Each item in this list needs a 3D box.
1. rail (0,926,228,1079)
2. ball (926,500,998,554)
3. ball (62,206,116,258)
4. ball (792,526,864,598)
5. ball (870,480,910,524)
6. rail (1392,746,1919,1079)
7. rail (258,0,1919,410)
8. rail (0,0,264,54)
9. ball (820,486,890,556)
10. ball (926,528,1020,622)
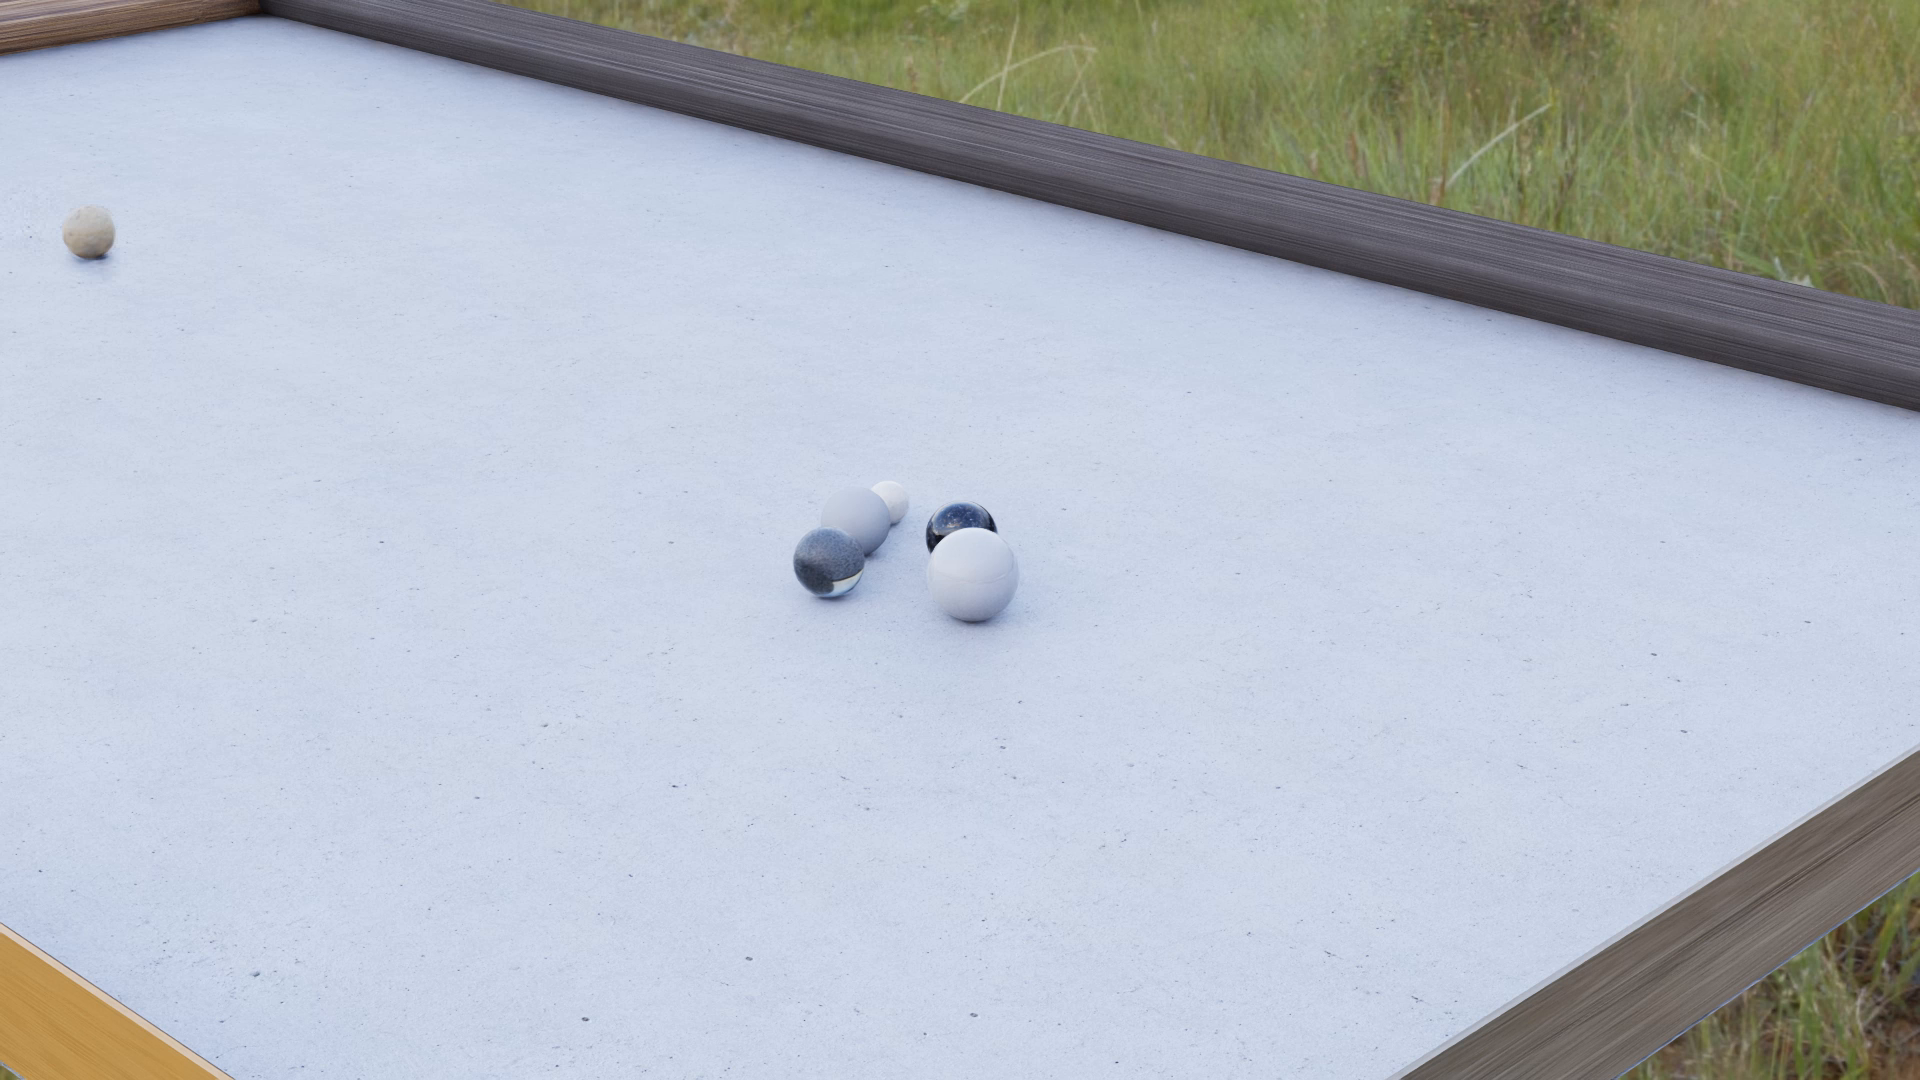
[{"bbox_3d":[-1.342,0.012,2.547,3.585,0.106,0.045,19,28,41],"label":"rail"},{"bbox_3d":[0.002,-0.003,2.644,0.066,0.066,0.066,0,21,0],"label":"ball"},{"bbox_3d":[-1.071,-0.379,3.617,0.065,0.065,0.065,0,21,0],"label":"ball"},{"bbox_3d":[-0.115,0.019,2.589,0.064,0.064,0.064,0,21,0],"label":"ball"},{"bbox_3d":[-0.068,-0.035,2.762,0.041,0.041,0.041,0,21,0],"label":"ball"},{"bbox_3d":[0.624,0.199,2.063,0.045,0.106,2.054,19,28,41],"label":"rail"},{"bbox_3d":[0.061,-0.505,3.886,3.585,0.106,0.045,19,28,41],"label":"rail"},{"bbox_3d":[-1.906,-0.692,4.370,0.045,0.106,2.054,19,28,41],"label":"rail"},{"bbox_3d":[-0.095,-0.017,2.683,0.064,0.064,0.064,0,21,0],"label":"ball"},{"bbox_3d":[0.011,0.030,2.538,0.081,0.081,0.081,0,21,0],"label":"ball"}]
